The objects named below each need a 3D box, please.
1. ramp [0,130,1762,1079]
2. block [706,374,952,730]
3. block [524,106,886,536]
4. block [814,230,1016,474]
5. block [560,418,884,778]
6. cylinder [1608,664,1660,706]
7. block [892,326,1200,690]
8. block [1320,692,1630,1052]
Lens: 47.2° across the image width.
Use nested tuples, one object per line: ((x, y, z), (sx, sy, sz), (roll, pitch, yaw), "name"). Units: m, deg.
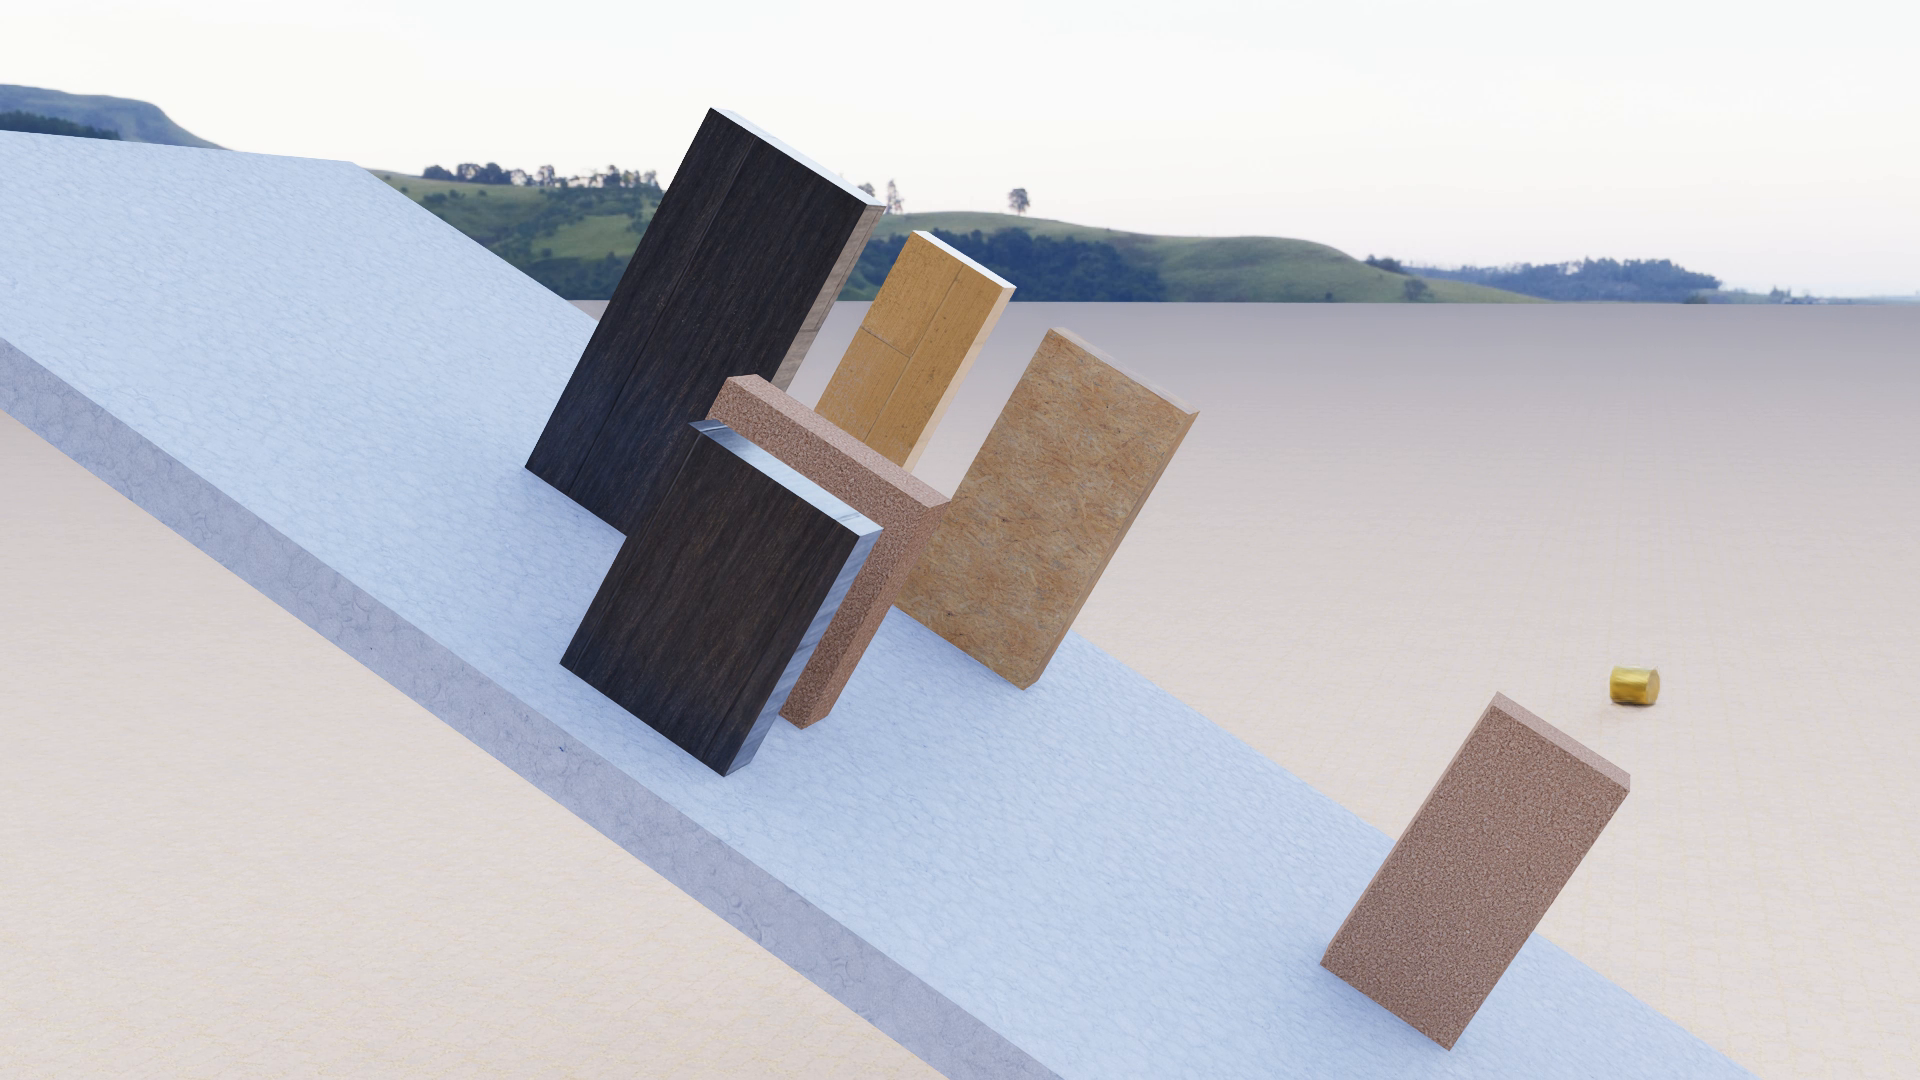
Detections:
((-0.175, 0.288, 4.123), (4.000, 0.100, 2.000), (33, 15, 11), "ramp")
((-0.305, 0.017, 3.702), (0.405, 0.439, 0.126), (33, 15, 11), "block")
((-0.472, -0.368, 4.025), (0.344, 0.759, 0.106), (33, 15, 11), "block")
((-0.140, -0.359, 4.920), (0.243, 0.619, 0.100), (33, 15, 11), "block")
((-0.367, 0.087, 3.356), (0.316, 0.436, 0.105), (33, 15, 11), "block")
((2.913, 0.628, 9.497), (0.163, 0.163, 0.163), (5, 9, 37), "cylinder")
((0.170, -0.064, 4.457), (0.327, 0.657, 0.119), (33, 15, 11), "block")
((0.911, 0.586, 3.900), (0.269, 0.568, 0.132), (33, 15, 11), "block")
